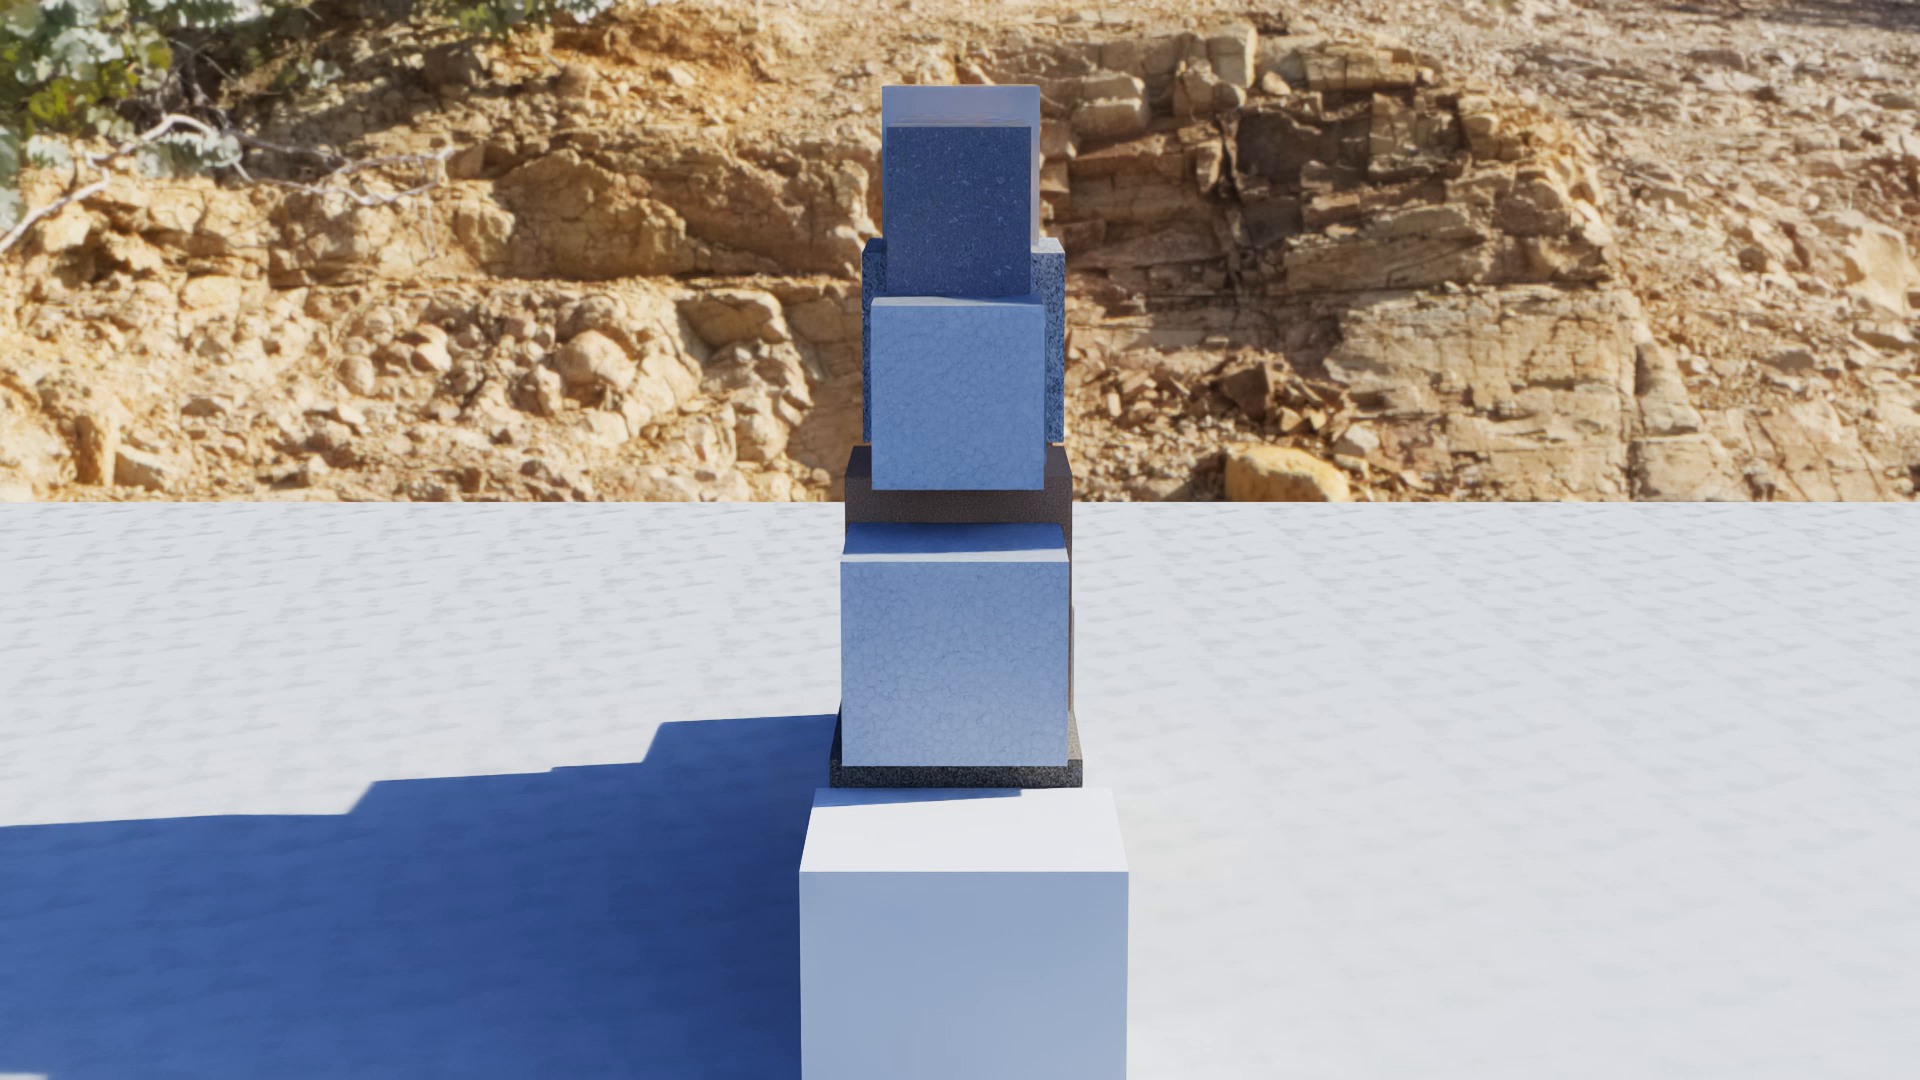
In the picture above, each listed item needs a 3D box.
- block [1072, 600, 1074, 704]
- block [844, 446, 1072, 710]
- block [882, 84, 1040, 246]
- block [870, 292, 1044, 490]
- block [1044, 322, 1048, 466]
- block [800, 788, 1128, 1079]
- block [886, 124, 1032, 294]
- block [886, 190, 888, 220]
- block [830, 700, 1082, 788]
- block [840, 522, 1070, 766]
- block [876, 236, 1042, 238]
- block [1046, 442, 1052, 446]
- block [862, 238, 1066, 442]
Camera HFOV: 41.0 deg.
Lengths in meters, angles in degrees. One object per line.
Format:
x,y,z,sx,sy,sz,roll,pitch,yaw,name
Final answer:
0.014,0.714,12.861,1.067,0.993,1.050,0,10,0,block
-0.005,0.138,10.457,0.885,0.935,0.851,0,10,0,block
0.003,-1.687,11.469,0.679,0.684,0.818,0,11,0,block
-0.009,-0.583,9.877,0.645,0.691,0.624,0,10,0,block
0.000,-0.627,10.528,0.689,0.547,0.662,0,10,0,block
0.014,1.452,9.004,1.083,0.921,1.003,0,10,0,block
-0.004,-1.329,10.248,0.556,0.647,0.652,0,10,0,block
-0.013,-1.462,10.824,0.576,0.476,0.528,0,10,0,block
-0.014,1.228,9.943,0.930,1.026,0.904,0,10,0,block
-0.019,0.377,9.644,0.819,0.756,0.810,0,10,0,block
-0.003,-1.031,12.124,0.800,0.766,0.745,0,11,0,block
0.012,-0.128,12.011,0.809,0.970,0.838,0,11,0,block
0.015,-0.895,11.289,0.853,0.805,0.925,0,11,0,block
